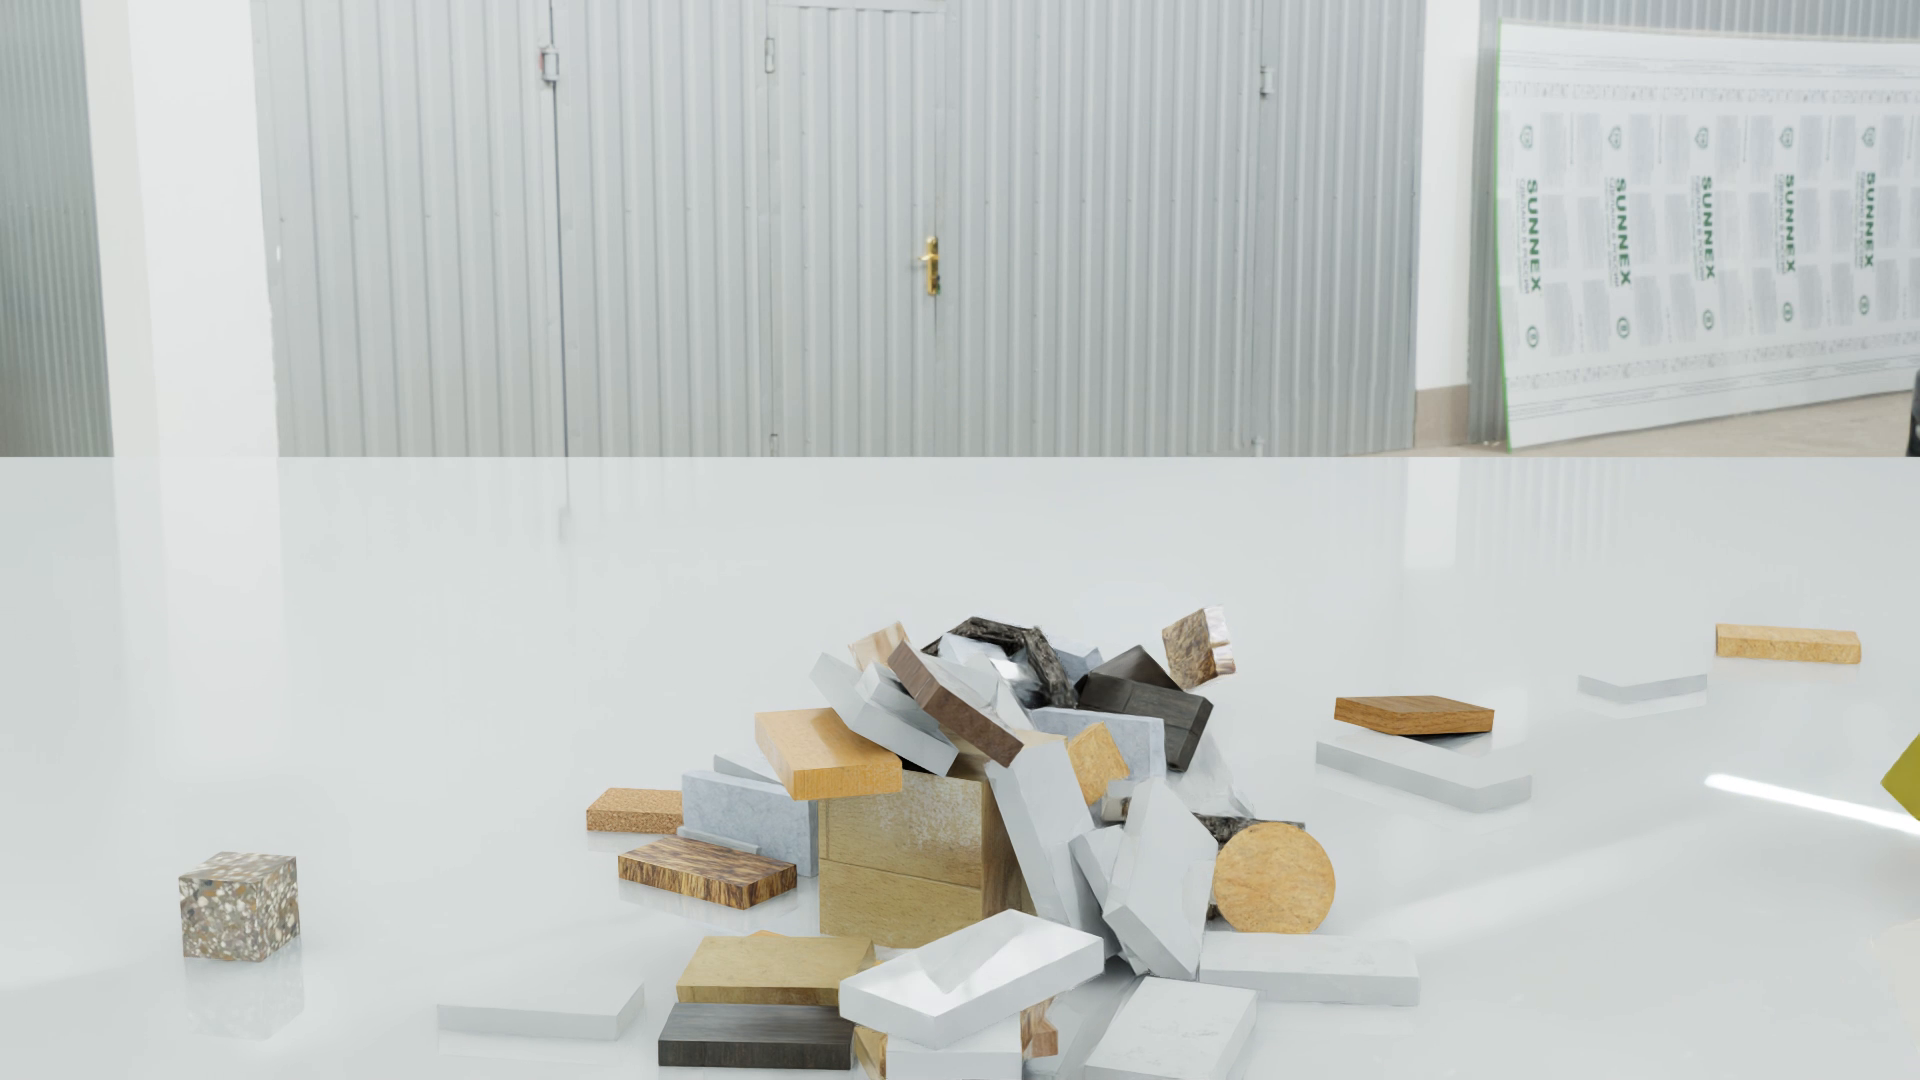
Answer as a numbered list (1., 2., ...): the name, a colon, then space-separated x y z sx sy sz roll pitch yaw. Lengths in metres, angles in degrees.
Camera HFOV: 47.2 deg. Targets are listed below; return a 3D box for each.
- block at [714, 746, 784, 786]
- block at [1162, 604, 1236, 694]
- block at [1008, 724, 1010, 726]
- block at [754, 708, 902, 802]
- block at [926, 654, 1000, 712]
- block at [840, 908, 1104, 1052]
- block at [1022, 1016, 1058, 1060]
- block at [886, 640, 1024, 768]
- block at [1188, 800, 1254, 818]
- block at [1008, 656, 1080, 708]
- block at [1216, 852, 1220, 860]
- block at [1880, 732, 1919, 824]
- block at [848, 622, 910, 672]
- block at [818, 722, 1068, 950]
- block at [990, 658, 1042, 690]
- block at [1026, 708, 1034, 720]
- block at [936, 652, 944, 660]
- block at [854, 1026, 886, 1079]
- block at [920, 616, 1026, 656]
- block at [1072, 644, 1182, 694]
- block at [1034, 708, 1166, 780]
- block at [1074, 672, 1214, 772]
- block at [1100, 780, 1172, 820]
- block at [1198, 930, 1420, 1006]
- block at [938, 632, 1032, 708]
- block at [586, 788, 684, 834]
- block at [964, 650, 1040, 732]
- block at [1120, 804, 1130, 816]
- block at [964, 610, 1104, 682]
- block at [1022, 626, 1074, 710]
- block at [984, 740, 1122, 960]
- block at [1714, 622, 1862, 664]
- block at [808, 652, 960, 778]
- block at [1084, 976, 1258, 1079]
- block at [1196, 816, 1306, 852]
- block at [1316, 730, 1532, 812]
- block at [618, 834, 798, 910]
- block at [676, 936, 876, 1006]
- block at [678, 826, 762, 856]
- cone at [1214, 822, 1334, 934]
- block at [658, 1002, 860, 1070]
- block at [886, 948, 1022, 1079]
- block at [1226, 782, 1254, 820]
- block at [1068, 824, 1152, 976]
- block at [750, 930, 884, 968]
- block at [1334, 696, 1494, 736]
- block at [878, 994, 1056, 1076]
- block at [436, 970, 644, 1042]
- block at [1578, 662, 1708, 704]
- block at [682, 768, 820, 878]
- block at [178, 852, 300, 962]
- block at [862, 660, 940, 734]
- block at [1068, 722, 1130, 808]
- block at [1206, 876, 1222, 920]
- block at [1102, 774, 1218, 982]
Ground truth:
1. block: -0.324 0.467 3.862 0.260 0.130 0.037 18 28 34
2. block: 0.522 0.244 4.829 0.043 0.151 0.302 -8 -10 -14
3. block: -0.003 0.405 3.946 0.130 0.037 0.260 8 29 12
4. block: -0.207 0.324 3.380 0.163 0.046 0.326 -3 11 -15
5. block: -0.027 0.304 3.723 0.167 0.047 0.355 17 -28 8
6. block: 0.019 0.560 2.820 0.163 0.046 0.326 10 16 41
7. block: 0.039 0.655 3.038 0.121 0.034 0.241 -3 11 -17
8. block: -0.012 0.248 3.374 0.159 0.045 0.318 36 1 -15
9. block: 0.469 0.498 4.030 0.062 0.017 0.201 6 3 31
10. block: 0.204 0.322 4.820 0.134 0.038 0.268 33 -9 -32
11. block: 0.410 0.542 3.850 0.102 0.029 0.204 9 14 39
12. block: 1.800 0.398 3.730 0.258 0.258 0.258 -7 45 -32
13. block: -0.161 0.280 4.946 0.132 0.037 0.265 -25 26 -3
14. block: -0.024 0.470 3.516 0.292 0.292 0.292 6 12 29
15. block: 0.100 0.275 4.522 0.127 0.018 0.063 11 30 -25
16. block: 0.101 0.381 4.445 0.419 0.042 0.148 9 -26 39
17. block: 0.002 0.278 4.723 0.071 0.020 0.142 15 10 -20
18. block: -0.052 0.689 2.855 0.121 0.034 0.241 -3 11 -15
19. block: 0.014 0.248 4.890 0.134 0.038 0.337 14 -24 -22
20. block: 0.367 0.324 4.734 0.151 0.043 0.302 48 26 12
21. block: 0.262 0.404 4.170 0.042 0.148 0.297 -6 5 -44
22. block: 0.361 0.367 4.469 0.297 0.149 0.042 10 -21 43
23. block: 0.316 0.469 3.960 0.111 0.031 0.221 0 -18 0
24. block: 0.516 0.639 3.284 0.318 0.045 0.159 1 11 6
25. block: 0.051 0.282 4.634 0.134 0.038 0.268 15 18 -19
26. block: -0.531 0.500 4.044 0.278 0.039 0.139 2 11 9
27. block: 0.120 0.359 4.157 0.044 0.155 0.310 -35 48 1
28. block: 0.340 0.483 3.929 0.095 0.014 0.048 3 -18 -8
29. block: 0.181 0.270 4.974 0.043 0.151 0.458 -37 28 -24
30. block: 0.187 0.294 4.542 0.037 0.132 0.265 -15 23 -6
31. block: 0.154 0.480 3.349 0.047 0.335 0.167 -25 -10 31
32. block: 2.016 0.252 5.364 0.324 0.046 0.162 3 11 16
33. block: -0.124 0.270 3.447 0.167 0.047 0.335 29 2 -18
34. block: 0.293 0.688 3.015 0.163 0.046 0.326 4 11 19
35. block: 0.463 0.514 3.840 0.273 0.029 0.102 3 11 10
36. block: 0.904 0.448 4.309 0.162 0.046 0.410 -8 13 -36
37. block: -0.428 0.560 3.721 0.278 0.039 0.139 7 13 34
38. block: -0.267 0.631 3.211 0.263 0.037 0.131 -2 22 14
39. block: -0.418 0.538 3.817 0.189 0.048 0.014 8 13 37
40. cone: 0.503 0.567 3.559 0.191 0.191 0.191 1 -16 5
41. block: -0.276 0.687 3.047 0.263 0.037 0.131 1 11 3
42. block: -0.005 0.607 2.815 0.163 0.046 0.326 0 12 1
43. block: 0.497 0.465 3.912 0.048 0.014 0.095 43 9 -5
44. block: 0.255 0.544 3.338 0.032 0.224 0.112 -37 -19 28
45. block: -0.243 0.641 3.307 0.234 0.032 0.112 7 13 34
46. block: 0.955 0.366 4.618 0.324 0.046 0.162 2 7 -40
47. block: 0.022 0.630 2.949 0.163 0.046 0.368 3 11 14
48. block: -0.599 0.667 3.154 0.263 0.037 0.131 2 11 9
49. block: 1.554 0.323 5.005 0.265 0.037 0.132 -6 12 -28
50. block: -0.361 0.490 3.822 0.278 0.139 0.039 7 14 32
51. block: -1.121 0.570 3.426 0.128 0.128 0.128 2 11 11
52. block: -0.091 0.243 3.440 0.112 0.032 0.224 30 2 -8
53. block: 0.203 0.435 3.986 0.221 0.111 0.031 -34 12 -32
54. block: 0.367 0.559 3.637 0.204 0.029 0.102 25 24 38
55. block: 0.312 0.519 3.371 0.045 0.159 0.352 -36 14 26
